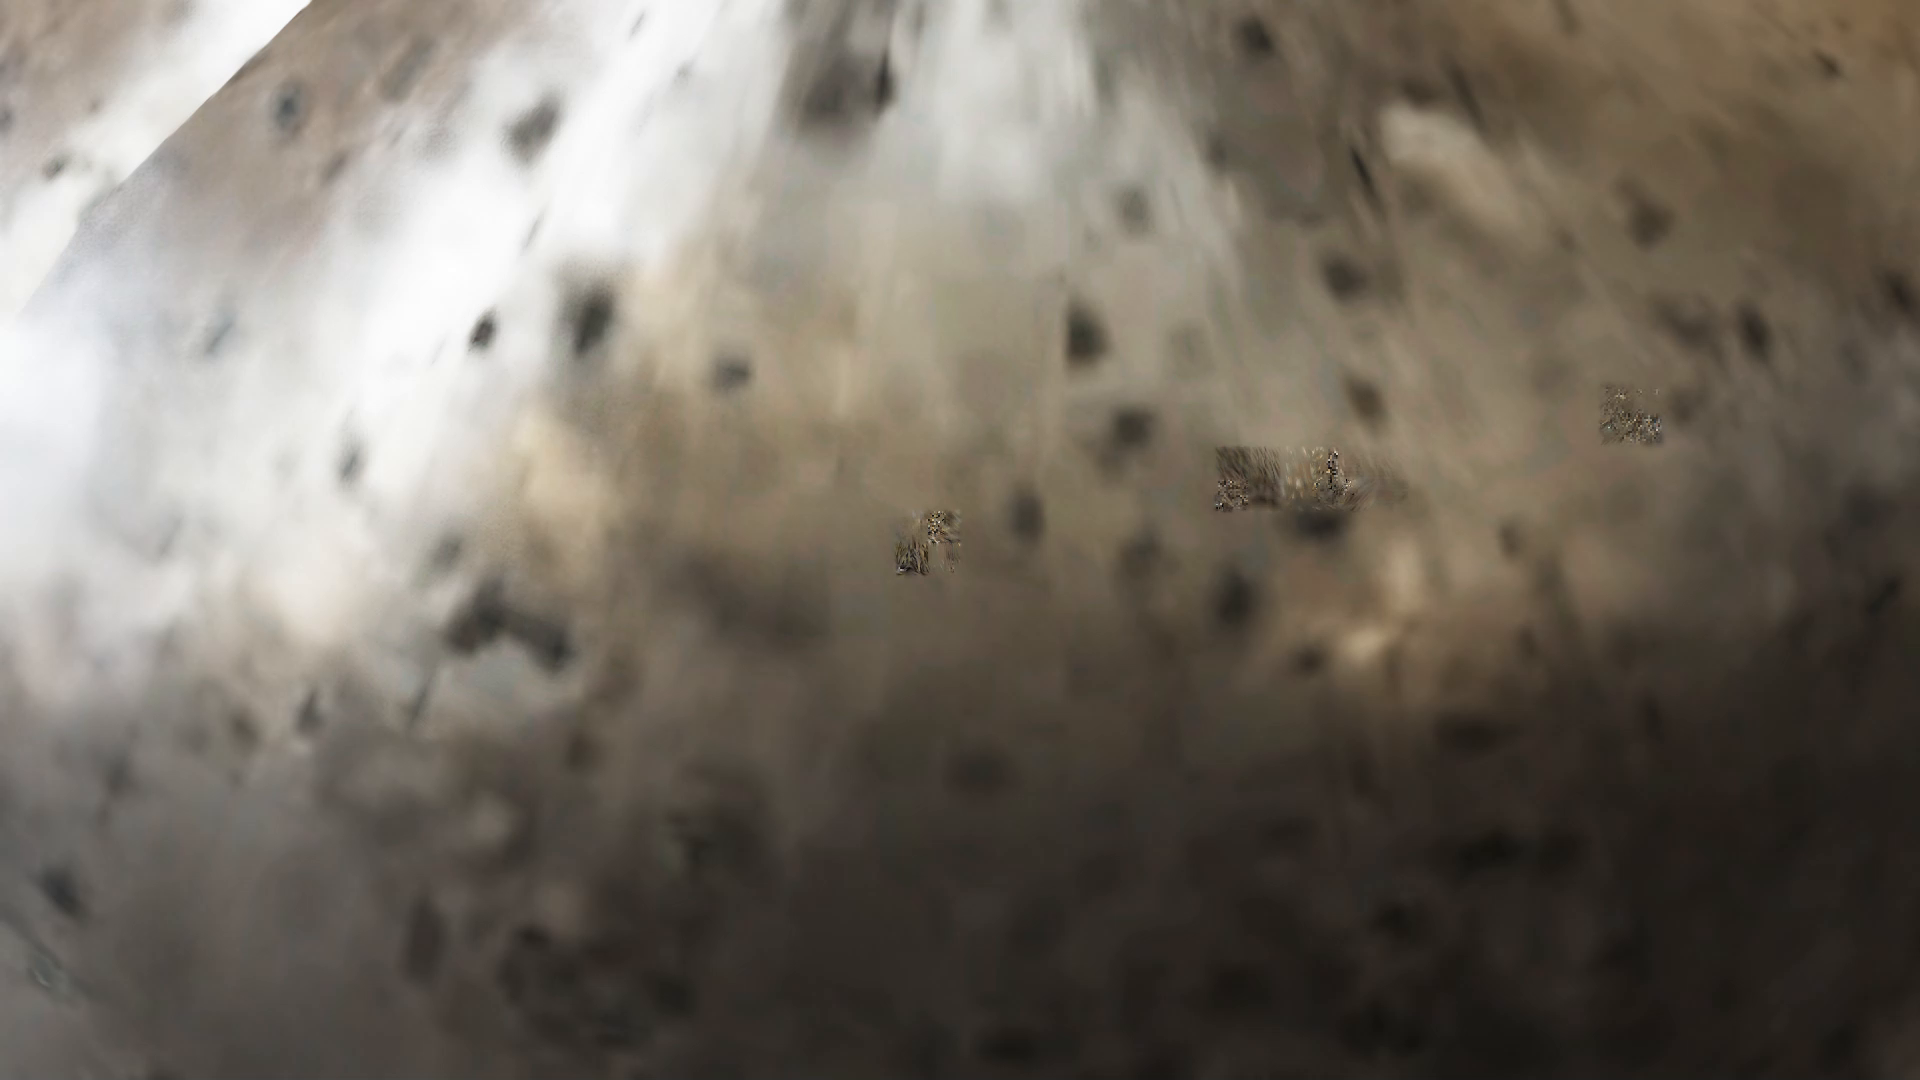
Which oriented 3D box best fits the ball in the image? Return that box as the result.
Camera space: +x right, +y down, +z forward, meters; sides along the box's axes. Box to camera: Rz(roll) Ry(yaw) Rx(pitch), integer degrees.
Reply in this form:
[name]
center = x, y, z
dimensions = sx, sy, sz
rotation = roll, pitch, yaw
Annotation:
[ball]
center = 0.000, -0.002, 0.056
dimensions = 0.080, 0.080, 0.080
rotation = 0, 4, 0
